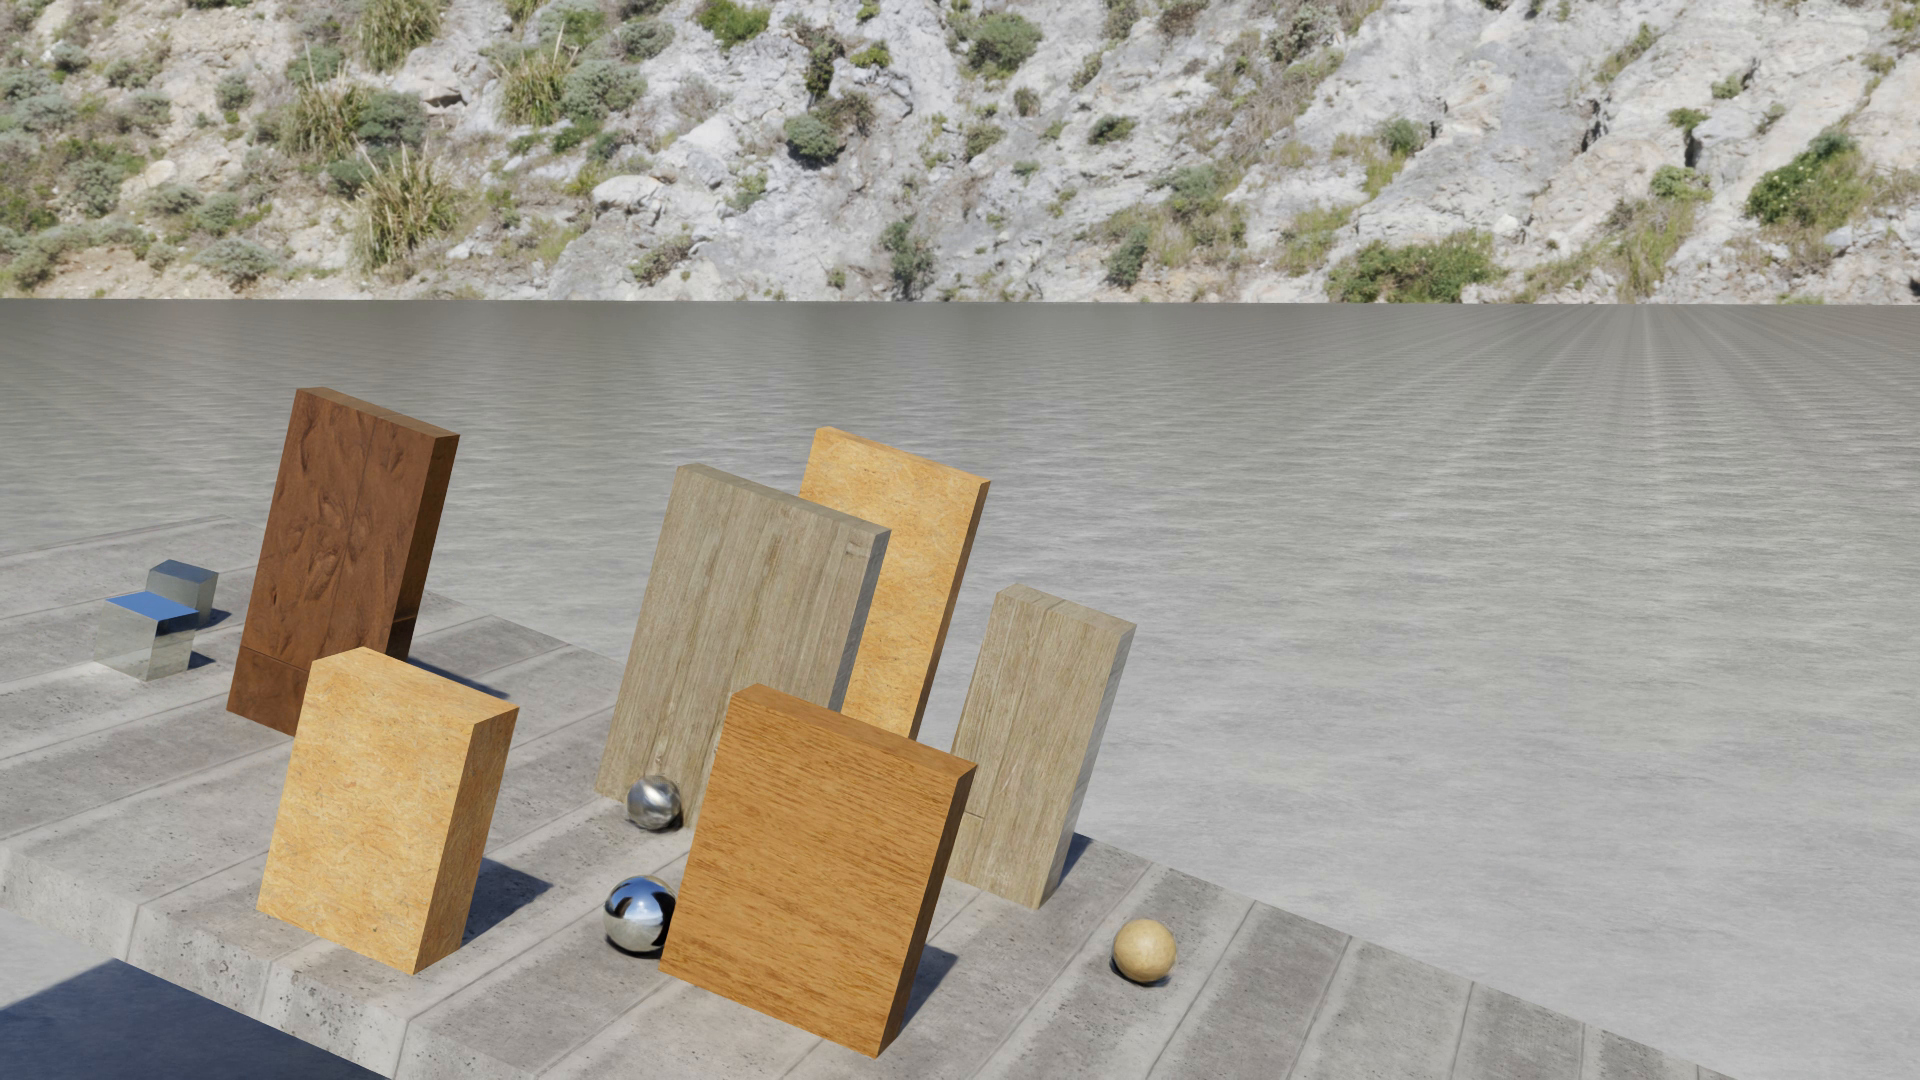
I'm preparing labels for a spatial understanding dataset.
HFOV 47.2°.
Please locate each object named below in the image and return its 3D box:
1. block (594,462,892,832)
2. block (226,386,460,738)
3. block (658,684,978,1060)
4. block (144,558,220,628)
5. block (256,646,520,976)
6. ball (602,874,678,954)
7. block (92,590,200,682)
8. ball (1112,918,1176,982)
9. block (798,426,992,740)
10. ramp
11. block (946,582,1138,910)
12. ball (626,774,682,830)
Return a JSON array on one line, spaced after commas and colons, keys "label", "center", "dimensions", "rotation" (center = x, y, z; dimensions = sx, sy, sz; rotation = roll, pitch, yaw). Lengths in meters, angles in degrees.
[{"label": "block", "center": [-0.440, 0.246, 4.404], "dimensions": [0.431, 0.698, 0.098], "rotation": [19, 12, 14]}, {"label": "block", "center": [-1.207, 0.067, 4.290], "dimensions": [0.311, 0.665, 0.091], "rotation": [19, 12, 14]}, {"label": "block", "center": [-0.242, 0.552, 3.697], "dimensions": [0.409, 0.505, 0.111], "rotation": [19, 12, 14]}, {"label": "block", "center": [-1.693, 0.121, 4.769], "dimensions": [0.112, 0.112, 0.112], "rotation": [16, 11, -2]}, {"label": "block", "center": [-0.921, 0.431, 3.537], "dimensions": [0.295, 0.429, 0.145], "rotation": [19, 12, 14]}, {"label": "ball", "center": [-0.547, 0.644, 3.784], "dimensions": [0.134, 0.134, 0.134], "rotation": [0, 7, 0]}, {"label": "block", "center": [-1.643, 0.194, 4.441], "dimensions": [0.130, 0.130, 0.130], "rotation": [19, 12, 15]}, {"label": "ball", "center": [0.361, 0.802, 4.297], "dimensions": [0.124, 0.124, 0.124], "rotation": [0, 7, 0]}, {"label": "block", "center": [-0.227, 0.150, 5.069], "dimensions": [0.407, 0.731, 0.083], "rotation": [19, 12, 14]}, {"label": "ramp", "center": [-0.373, 0.723, 4.237], "dimensions": [4.000, 0.100, 2.000], "rotation": [19, 12, 14]}, {"label": "block", "center": [0.139, 0.426, 4.568], "dimensions": [0.270, 0.606, 0.149], "rotation": [19, 12, 14]}, {"label": "ball", "center": [-0.607, 0.520, 4.361], "dimensions": [0.108, 0.108, 0.108], "rotation": [0, 7, 0]}]
